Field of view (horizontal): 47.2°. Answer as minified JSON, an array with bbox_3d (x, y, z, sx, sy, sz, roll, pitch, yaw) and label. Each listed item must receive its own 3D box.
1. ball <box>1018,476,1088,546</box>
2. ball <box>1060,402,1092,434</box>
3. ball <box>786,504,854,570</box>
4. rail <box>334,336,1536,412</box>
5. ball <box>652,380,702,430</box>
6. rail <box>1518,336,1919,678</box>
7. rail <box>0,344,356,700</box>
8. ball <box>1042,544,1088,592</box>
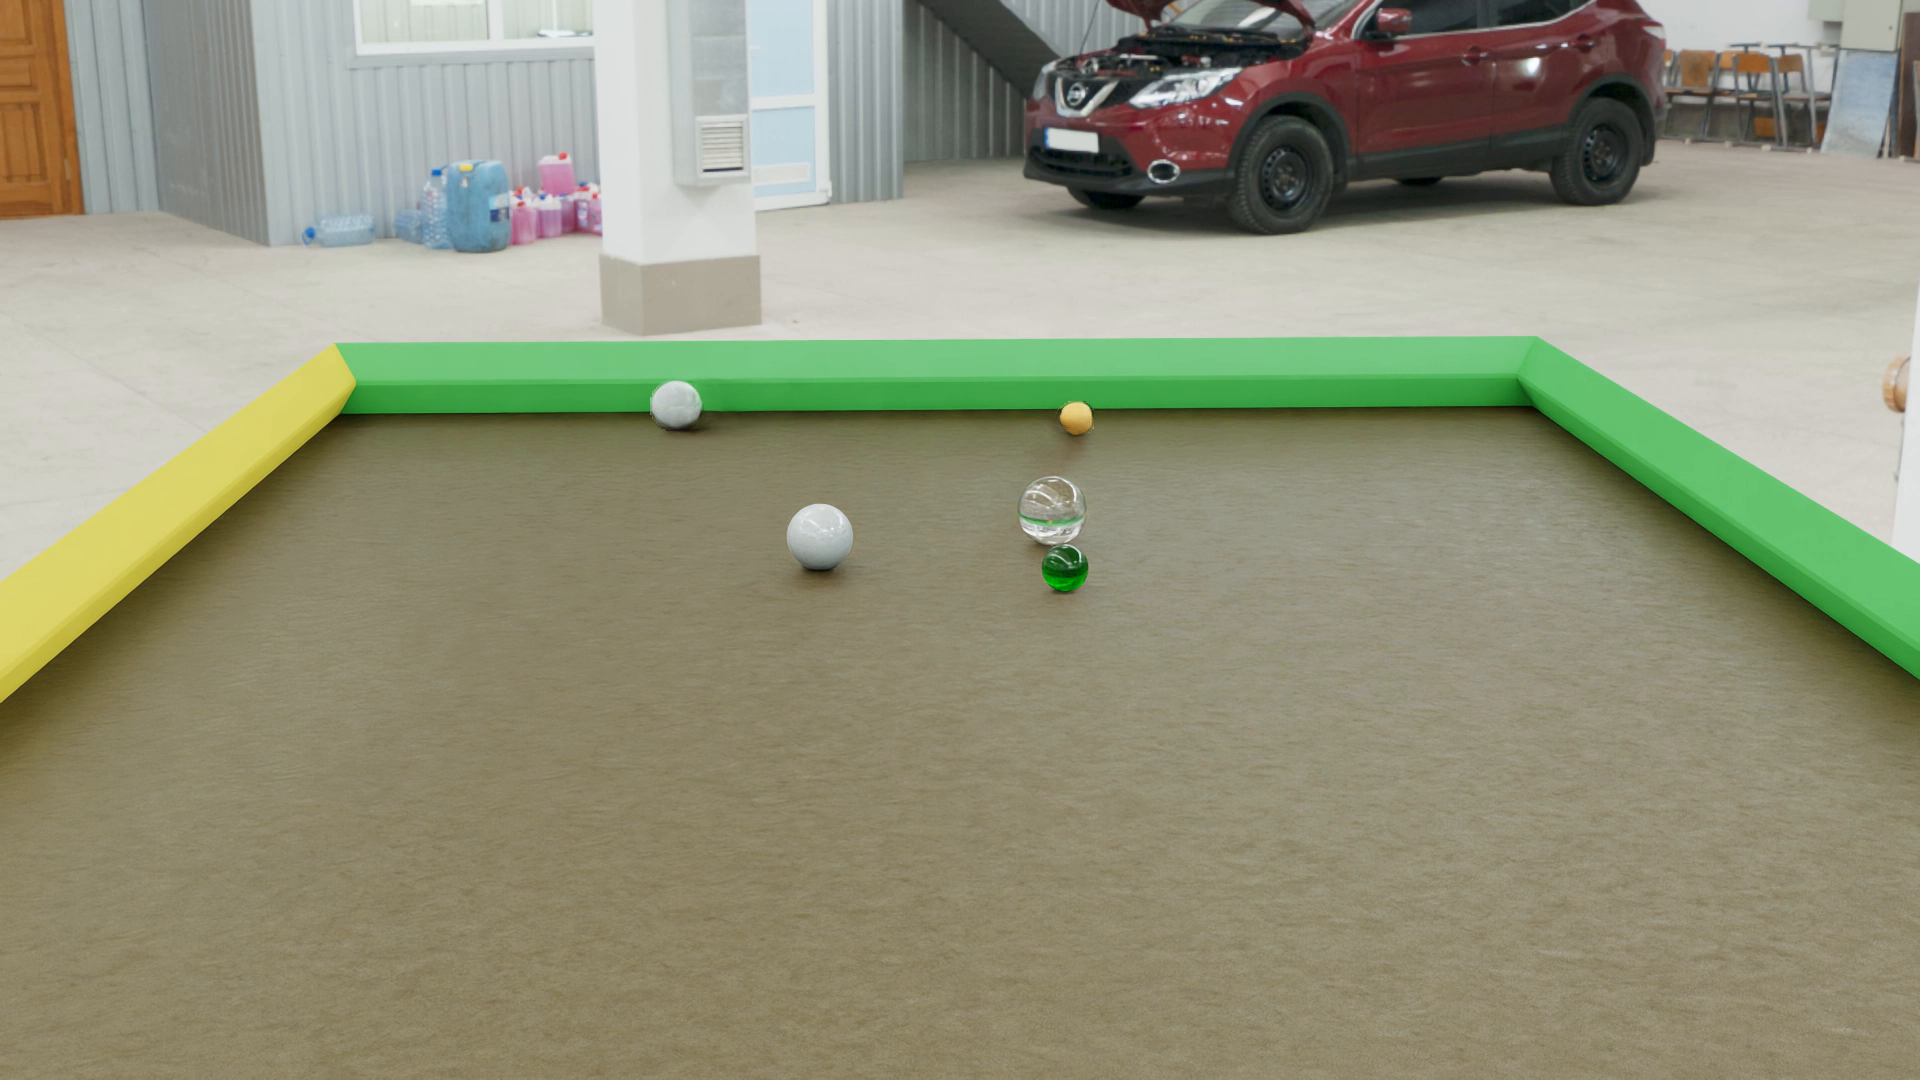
[{"bbox_3d":[0.127,-0.040,3.014,0.096,0.096,0.096,0,15,0],"label":"ball"},{"bbox_3d":[0.197,-0.206,3.708,0.055,0.055,0.055,0,15,0],"label":"ball"},{"bbox_3d":[-0.184,-0.004,2.896,0.088,0.088,0.088,0,15,0],"label":"ball"},{"bbox_3d":[-0.033,-0.287,3.874,2.126,0.124,0.045,0,15,-2],"label":"rail"},{"bbox_3d":[-0.482,-0.229,3.739,0.084,0.084,0.084,0,15,0],"label":"ball"},{"bbox_3d":[1.073,0.235,1.934,0.045,0.124,4.135,0,15,-2],"label":"rail"},{"bbox_3d":[-1.005,0.252,1.868,0.045,0.124,4.135,0,15,-2],"label":"rail"},{"bbox_3d":[0.134,0.035,2.802,0.060,0.060,0.060,0,15,0],"label":"ball"}]
